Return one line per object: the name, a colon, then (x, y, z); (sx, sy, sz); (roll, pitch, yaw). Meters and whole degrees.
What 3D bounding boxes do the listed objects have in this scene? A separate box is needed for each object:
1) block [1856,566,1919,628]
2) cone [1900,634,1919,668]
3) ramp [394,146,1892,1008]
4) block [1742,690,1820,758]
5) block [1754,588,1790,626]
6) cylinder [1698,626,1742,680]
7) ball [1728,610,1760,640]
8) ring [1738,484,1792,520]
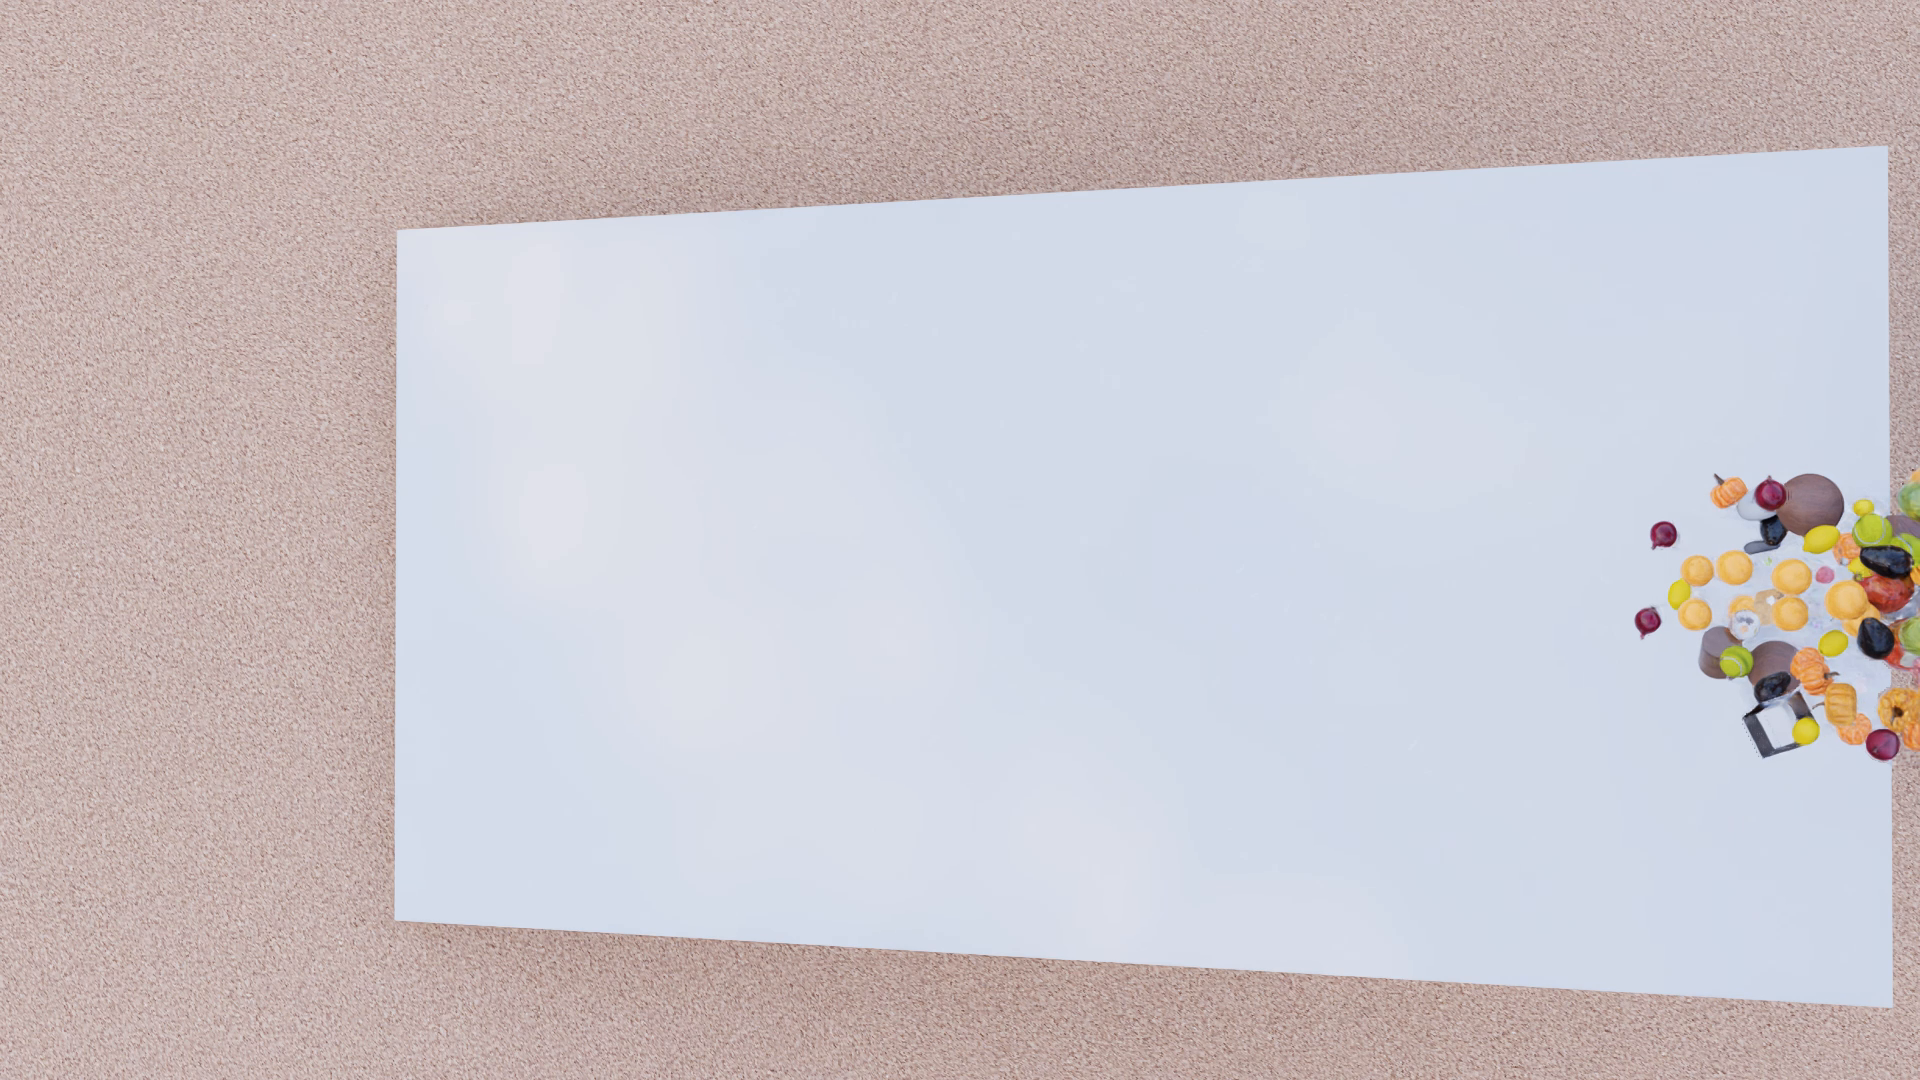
block: (1.991, 0.122, 4.699); (0.084, 0.084, 0.084); (28, 90, -35)
cone: (1.623, 0.183, 3.728); (0.053, 0.053, 0.053); (13, 67, 0)
ramp: (0.277, 0.092, 5.784); (4.000, 0.100, 2.000); (0, 89, 19)
block: (1.731, 0.388, 4.633); (0.095, 0.095, 0.095); (-24, 86, -44)
block: (1.686, 0.138, 4.567); (0.052, 0.052, 0.052); (-14, 113, 35)
cylinder: (1.734, 0.257, 5.016); (0.088, 0.088, 0.088); (-6, 53, 8)
ball: (1.702, 0.185, 4.770); (0.066, 0.066, 0.066); (0, 89, 0)
ring: (1.700, -0.079, 4.648); (0.115, 0.115, 0.038); (-28, 104, 0)
